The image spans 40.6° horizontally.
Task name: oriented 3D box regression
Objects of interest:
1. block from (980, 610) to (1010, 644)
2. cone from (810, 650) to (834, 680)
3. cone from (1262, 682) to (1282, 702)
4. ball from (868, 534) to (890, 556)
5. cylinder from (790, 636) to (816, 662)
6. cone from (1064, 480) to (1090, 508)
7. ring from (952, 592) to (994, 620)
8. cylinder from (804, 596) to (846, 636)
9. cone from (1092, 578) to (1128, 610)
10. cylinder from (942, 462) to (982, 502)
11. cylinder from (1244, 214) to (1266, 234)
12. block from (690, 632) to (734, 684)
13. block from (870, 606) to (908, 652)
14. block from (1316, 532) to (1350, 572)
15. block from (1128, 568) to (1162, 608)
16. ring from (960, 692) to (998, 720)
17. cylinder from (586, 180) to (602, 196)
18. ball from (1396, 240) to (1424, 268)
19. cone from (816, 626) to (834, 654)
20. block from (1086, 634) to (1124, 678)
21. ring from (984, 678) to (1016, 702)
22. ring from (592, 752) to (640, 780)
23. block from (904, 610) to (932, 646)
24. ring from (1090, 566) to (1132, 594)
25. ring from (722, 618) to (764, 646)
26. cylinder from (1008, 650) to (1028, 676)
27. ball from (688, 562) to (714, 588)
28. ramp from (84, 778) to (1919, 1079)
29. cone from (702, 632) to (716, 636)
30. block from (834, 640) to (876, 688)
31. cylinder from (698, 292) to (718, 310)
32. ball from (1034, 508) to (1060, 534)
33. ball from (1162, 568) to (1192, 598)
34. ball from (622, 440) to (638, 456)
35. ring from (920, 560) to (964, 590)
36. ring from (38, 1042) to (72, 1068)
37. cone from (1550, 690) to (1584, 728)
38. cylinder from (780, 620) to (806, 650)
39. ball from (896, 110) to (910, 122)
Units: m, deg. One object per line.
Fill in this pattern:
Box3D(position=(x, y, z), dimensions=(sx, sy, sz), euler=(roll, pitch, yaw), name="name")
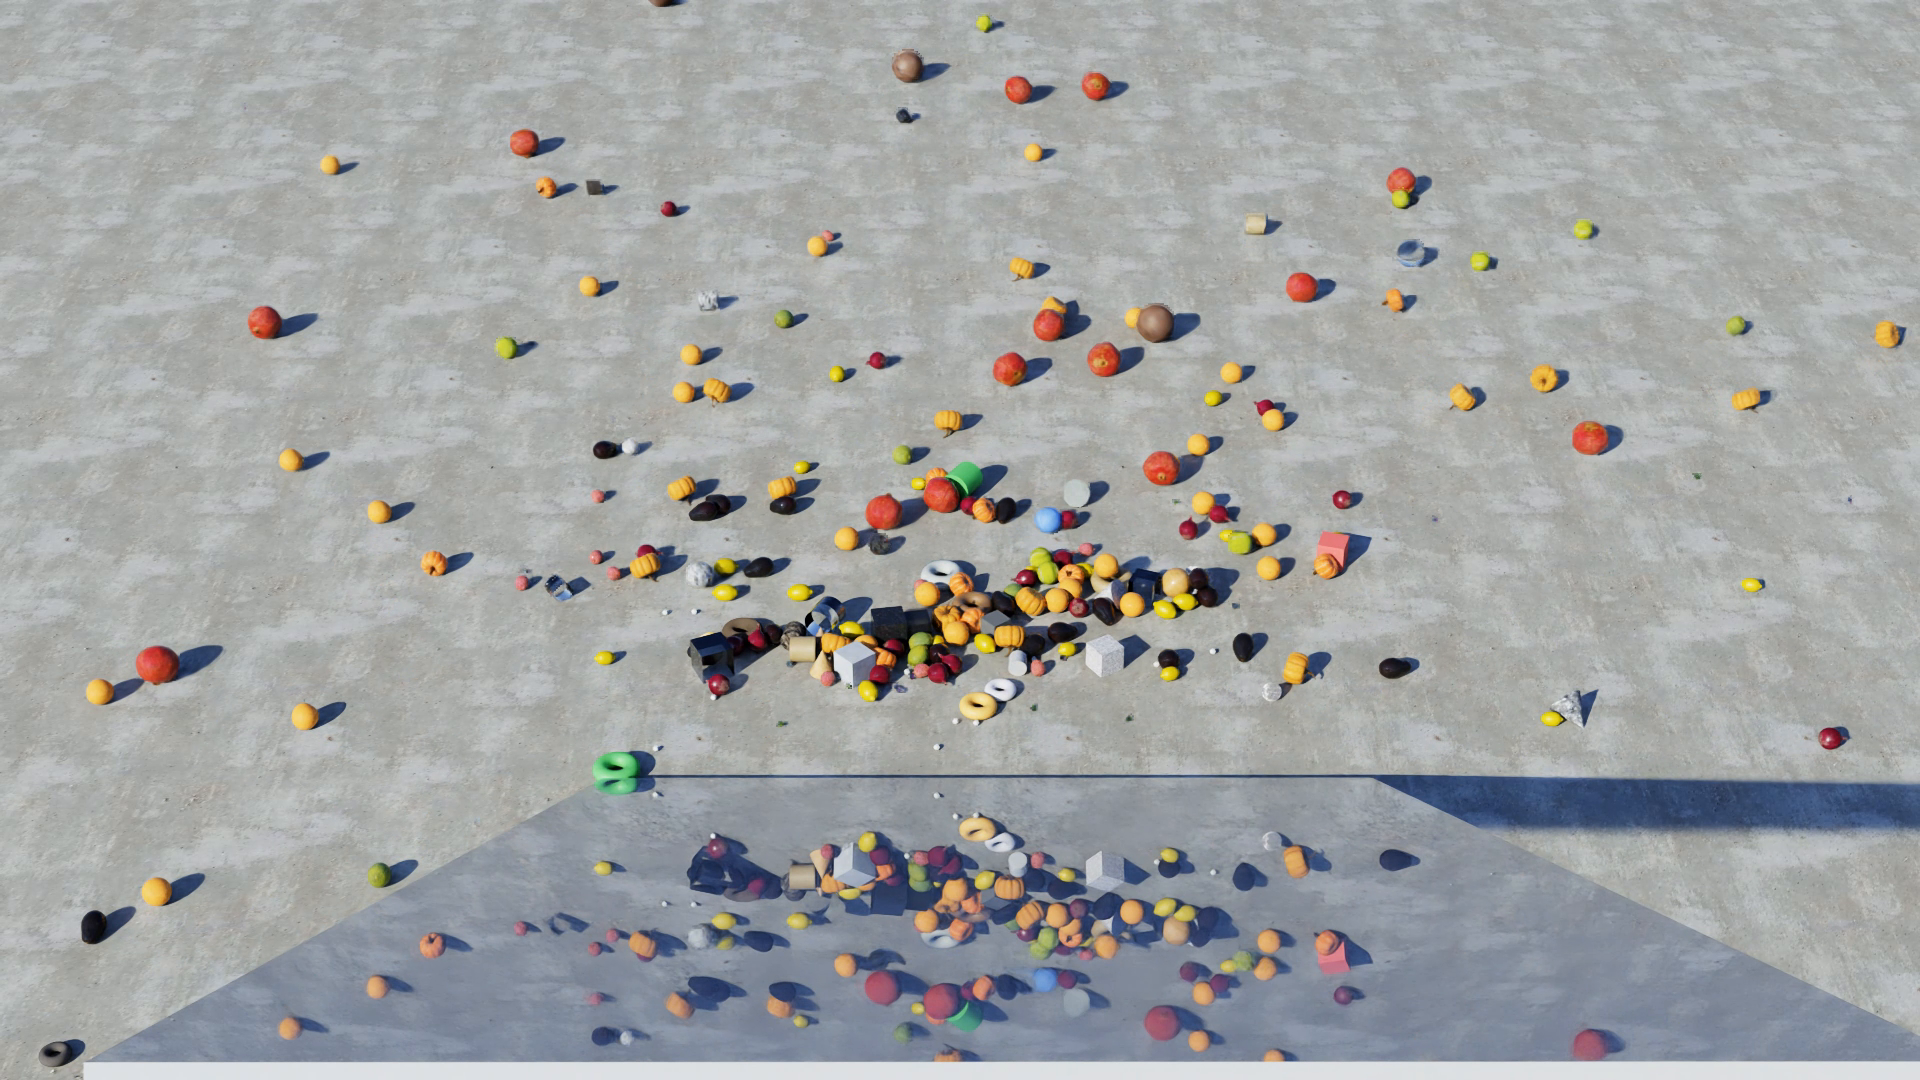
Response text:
Box3D(position=(0.102, 0.249, 7.416), dimensions=(0.062, 0.062, 0.062), euler=(-24, 40, -32), name="block")
Box3D(position=(-0.385, 0.338, 7.265), dimensions=(0.075, 0.075, 0.075), euler=(0, 33, 0), name="cone")
Box3D(position=(0.863, 0.416, 7.189), dimensions=(0.054, 0.054, 0.054), euler=(2, 6, 3), name="cone")
Box3D(position=(-0.242, 0.015, 7.781), dimensions=(0.062, 0.062, 0.062), euler=(0, 33, 0), name="ball")
Box3D(position=(-0.442, 0.308, 7.314), dimensions=(0.072, 0.072, 0.072), euler=(1, 33, 1), name="cylinder")
Box3D(position=(0.378, -0.146, 8.053), dimensions=(0.088, 0.088, 0.088), euler=(16, 9, 23), name="cone")
Box3D(position=(0.037, 0.192, 7.524), dimensions=(0.125, 0.042, 0.125), euler=(0, 31, 0), name="ring")
Box3D(position=(-0.386, 0.221, 7.436), dimensions=(0.088, 0.088, 0.088), euler=(14, 35, 20), name="cylinder")
Box3D(position=(0.422, 0.169, 7.558), dimensions=(0.096, 0.096, 0.096), euler=(-14, 24, 30), name="cone")
Box3D(position=(0.007, -0.181, 8.057), dimensions=(0.095, 0.095, 0.095), euler=(17, 37, 25), name="cylinder")
Box3D(position=(1.094, -1.170, 9.621), dimensions=(0.072, 0.072, 0.072), euler=(2, 33, 3), name="cylinder")
Box3D(position=(-0.694, 0.330, 7.261), dimensions=(0.093, 0.093, 0.093), euler=(-14, 35, -21), name="block")
Box3D(position=(-0.202, 0.254, 7.382), dimensions=(0.090, 0.090, 0.090), euler=(-5, 33, -8), name="block")
Box3D(position=(1.111, 0.034, 7.734), dimensions=(0.080, 0.080, 0.080), euler=(10, 34, 15), name="block")
Box3D(position=(0.539, 0.140, 7.573), dimensions=(0.076, 0.076, 0.076), euler=(13, 35, 19), name="block")
Box3D(position=(0.050, 0.456, 7.118), dimensions=(0.105, 0.035, 0.105), euler=(1, 33, -1), name="ring")
Box3D(position=(-1.400, -1.346, 9.914), dimensions=(0.052, 0.052, 0.052), euler=(-8, 34, -12), name="cylinder")
Box3D(position=(1.631, -1.036, 9.388), dimensions=(0.098, 0.098, 0.098), euler=(0, 33, 0), name="ball")
Box3D(position=(-0.394, 0.275, 7.366), dimensions=(0.072, 0.072, 0.072), euler=(0, 33, 0), name="cone")
Box3D(position=(0.407, 0.326, 7.283), dimensions=(0.076, 0.076, 0.076), euler=(-19, 37, -27), name="block")
Box3D(position=(0.112, 0.416, 7.186), dimensions=(0.089, 0.030, 0.089), euler=(-1, 33, 1), name="ring")
Box3D(position=(-0.910, 0.607, 6.875), dimensions=(0.128, 0.043, 0.128), euler=(1, 31, 0), name="ring")
Box3D(position=(-0.123, 0.251, 7.404), dimensions=(0.071, 0.071, 0.071), euler=(-6, 33, -10), name="block")
Box3D(position=(0.450, 0.121, 7.632), dimensions=(0.134, 0.045, 0.134), euler=(0, 34, 0), name="ring")
Box3D(position=(-0.621, 0.263, 7.415), dimensions=(0.120, 0.040, 0.120), euler=(0, 31, 0), name="ring")
Box3D(position=(0.162, 0.345, 7.275), dimensions=(0.052, 0.052, 0.052), euler=(2, 33, 3), name="cylinder")
Box3D(position=(-0.763, 0.102, 7.632), dimensions=(0.076, 0.076, 0.076), euler=(0, 33, 0), name="ball")
Box3D(position=(0.072, 0.635, 4.741), dimensions=(2.000, 0.100, 4.000), euler=(0, -1, 0), name="ramp")
Box3D(position=(-0.710, 0.299, 7.372), dimensions=(0.054, 0.054, 0.054), euler=(-11, 61, -16), name="cone")
Box3D(position=(-0.294, 0.347, 7.244), dimensions=(0.083, 0.083, 0.083), euler=(-25, 40, -33), name="block")
Box3D(position=(-0.887, -0.840, 9.115), dimensions=(0.062, 0.062, 0.062), euler=(-5, 33, -8), name="cylinder")
Box3D(position=(0.267, -0.060, 7.883), dimensions=(0.079, 0.079, 0.079), euler=(0, 33, 0), name="ball")
Box3D(position=(0.633, 0.126, 7.581), dimensions=(0.091, 0.091, 0.091), euler=(0, 33, 0), name="ball")
Box3D(position=(-1.055, -0.296, 8.276), dimensions=(0.052, 0.052, 0.052), euler=(0, 33, 0), name="ball")
Box3D(position=(-0.052, 0.103, 7.662), dimensions=(0.130, 0.043, 0.130), euler=(-1, 33, 1), name="ring")
Box3D(position=(-2.088, 1.187, 5.986), dimensions=(0.075, 0.025, 0.075), euler=(0, 31, 0), name="ring")
Box3D(position=(1.677, 0.477, 7.077), dimensions=(0.097, 0.097, 0.097), euler=(-17, 63, -25), name="cone")
Box3D(position=(-0.474, 0.273, 7.378), dimensions=(0.062, 0.062, 0.062), euler=(5, 33, 8), name="cylinder")
Box3D(position=(-0.230, -1.715, 10.487), dimensions=(0.054, 0.054, 0.054), euler=(0, 33, 0), name="ball")
